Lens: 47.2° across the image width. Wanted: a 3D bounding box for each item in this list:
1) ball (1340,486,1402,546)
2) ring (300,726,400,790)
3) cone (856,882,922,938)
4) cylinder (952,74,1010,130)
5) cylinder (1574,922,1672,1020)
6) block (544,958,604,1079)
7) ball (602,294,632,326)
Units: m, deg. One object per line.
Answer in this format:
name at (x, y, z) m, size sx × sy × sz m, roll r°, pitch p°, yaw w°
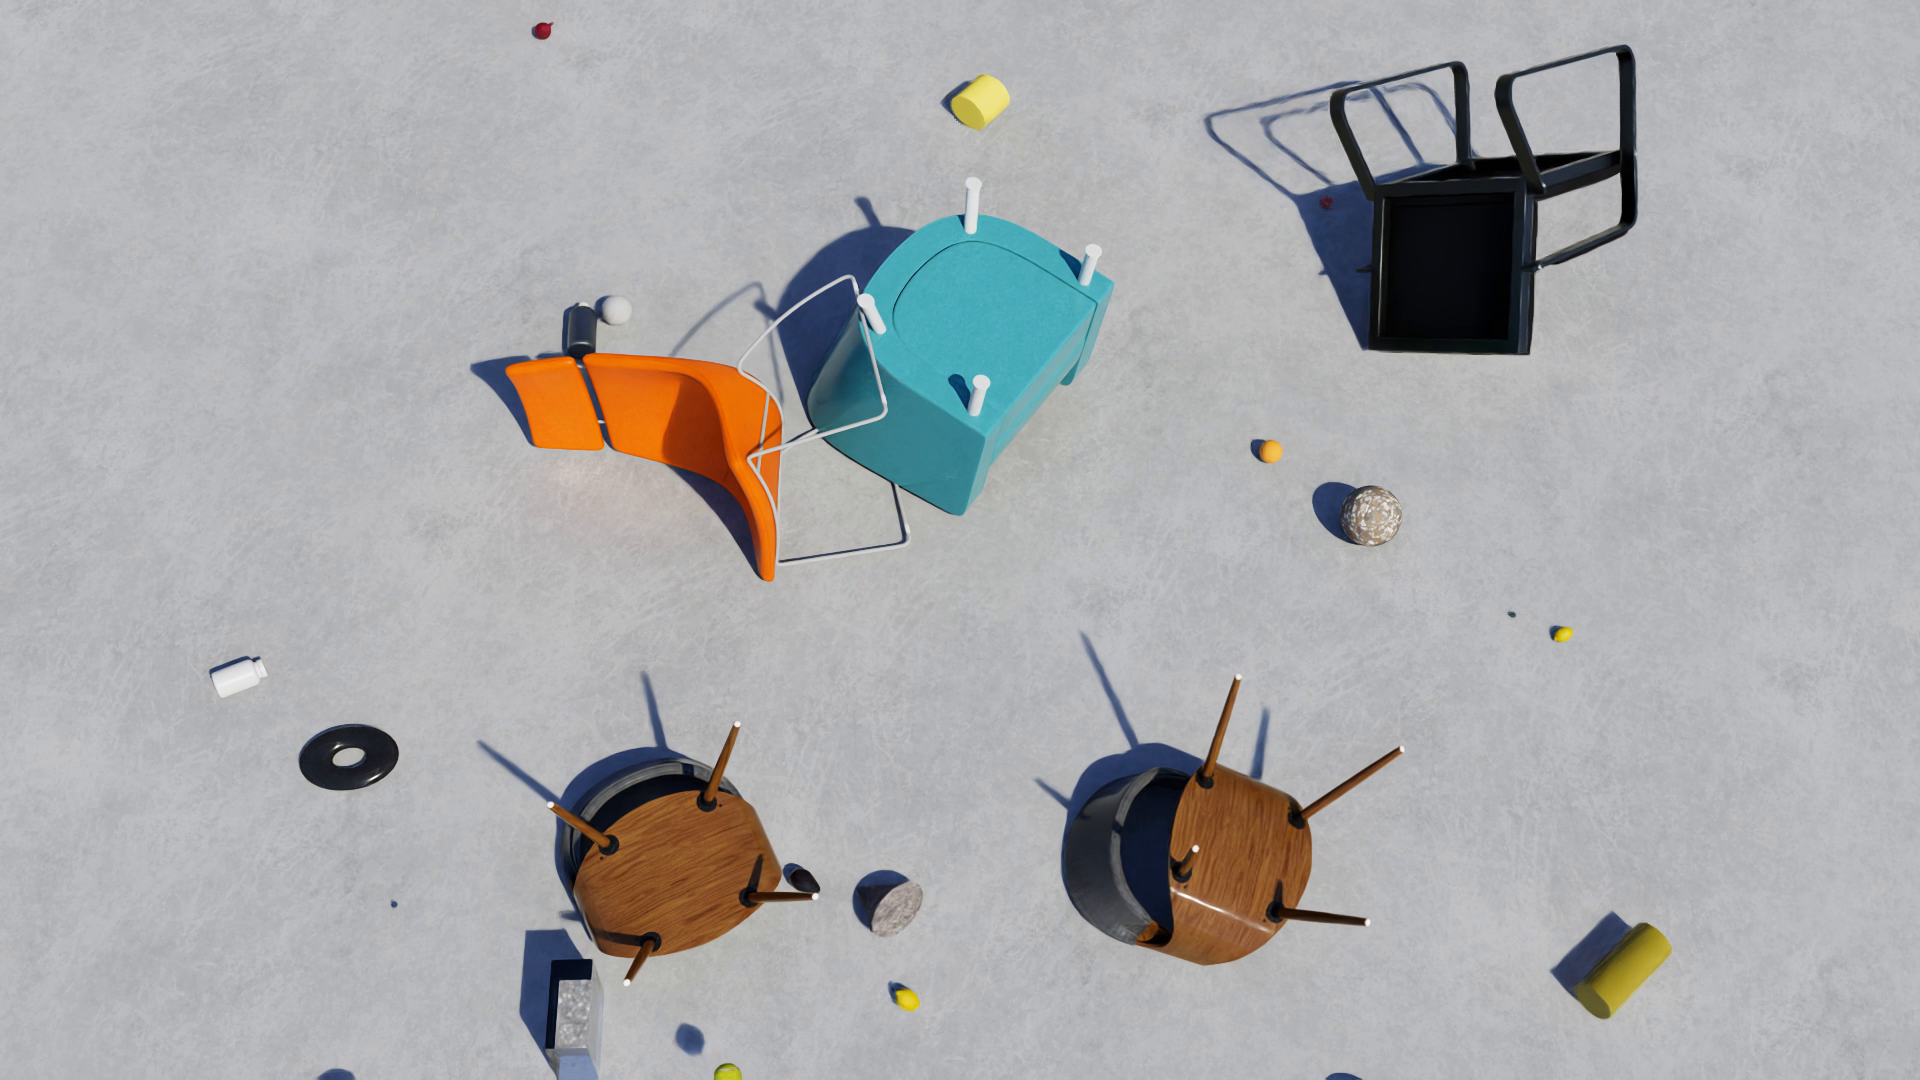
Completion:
ball at (1.217, -0.071, 6.513) m, size 0.182 × 0.182 × 0.182 m, roll 0°, pitch 56°, yaw 0°
ring at (-1.705, 0.609, 6.140) m, size 0.276 × 0.043 × 0.201 m, roll -5°, pitch 57°, yaw -2°
cone at (-0.223, 0.960, 5.889) m, size 0.186 × 0.143 × 0.165 m, roll -30°, pitch 35°, yaw -36°
cylinder at (0.072, -1.492, 7.498) m, size 0.147 × 0.129 × 0.136 m, roll 32°, pitch 62°, yaw 26°
cylinder at (1.734, 1.125, 5.750) m, size 0.256 × 0.116 × 0.113 m, roll -37°, pitch 46°, yaw -22°
block at (-0.982, 1.226, 5.616) m, size 0.105 × 0.224 × 0.236 m, roll -2°, pitch 56°, yaw -1°
ball at (-1.093, -0.732, 7.006) m, size 0.099 × 0.099 × 0.099 m, roll 0°, pitch 56°, yaw 0°
